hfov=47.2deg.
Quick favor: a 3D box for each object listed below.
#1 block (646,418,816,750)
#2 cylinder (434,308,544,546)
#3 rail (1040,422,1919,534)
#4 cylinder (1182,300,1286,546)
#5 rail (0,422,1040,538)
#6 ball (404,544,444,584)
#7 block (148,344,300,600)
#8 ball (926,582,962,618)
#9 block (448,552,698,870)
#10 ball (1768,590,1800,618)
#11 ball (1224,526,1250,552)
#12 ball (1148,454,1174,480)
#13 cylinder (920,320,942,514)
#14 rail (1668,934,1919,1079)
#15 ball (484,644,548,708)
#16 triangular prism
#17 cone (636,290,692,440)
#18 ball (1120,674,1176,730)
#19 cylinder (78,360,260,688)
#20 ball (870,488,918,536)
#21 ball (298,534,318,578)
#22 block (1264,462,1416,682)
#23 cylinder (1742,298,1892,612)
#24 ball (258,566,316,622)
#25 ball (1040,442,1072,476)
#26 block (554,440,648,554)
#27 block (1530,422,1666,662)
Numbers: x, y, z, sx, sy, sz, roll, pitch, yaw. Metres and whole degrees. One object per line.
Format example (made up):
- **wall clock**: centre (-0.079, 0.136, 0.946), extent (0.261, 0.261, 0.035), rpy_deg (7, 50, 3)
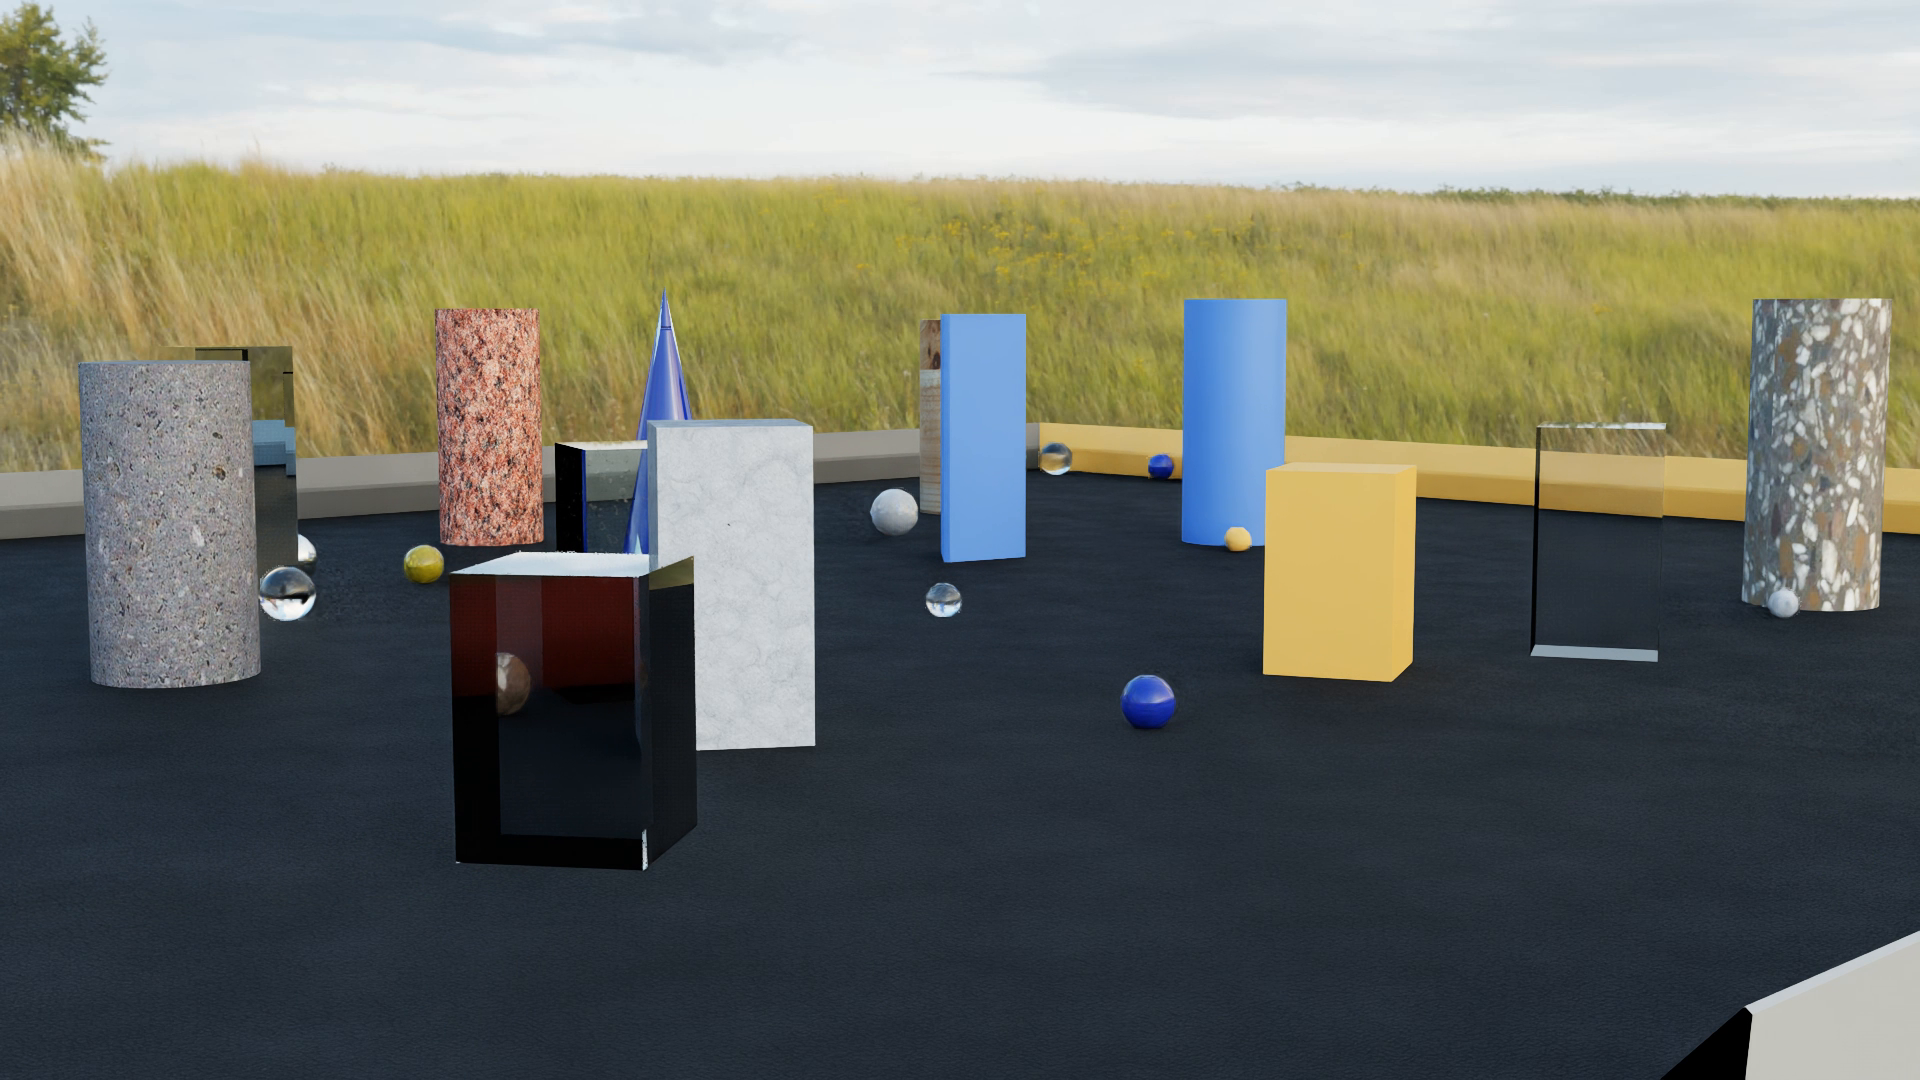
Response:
- **block**: centre (-0.241, 0.042, 2.299), extent (0.157, 0.327, 0.157), rpy_deg (-1, 6, -11)
- **cylinder**: centre (-0.906, -0.221, 4.235), extent (0.196, 0.447, 0.196), rpy_deg (0, 6, 0)
- **rail**: centre (1.538, -0.115, 4.743), extent (0.045, 0.127, 3.926), rpy_deg (-5, 8, -42)
- **cylinder**: centre (0.527, -0.230, 4.234), extent (0.196, 0.464, 0.196), rpy_deg (0, 6, 0)
- **rail**: centre (-1.315, -0.115, 4.749), extent (4.233, 0.127, 0.045), rpy_deg (-5, 8, -42)
- **ball**: centre (-0.871, 0.040, 3.576), extent (0.065, 0.065, 0.065), rpy_deg (0, 6, 0)
- **block**: centre (-1.140, -0.105, 3.409), extent (0.157, 0.389, 0.157), rpy_deg (-6, 8, -44)
- **ball**: centre (-0.024, 0.087, 3.188), extent (0.051, 0.051, 0.051), rpy_deg (0, 6, 0)
- **block**: centre (-0.318, 0.137, 1.830), extent (0.157, 0.236, 0.157), rpy_deg (1, 6, 9)
- **ball**: centre (1.192, 0.093, 3.182), extent (0.042, 0.042, 0.042), rpy_deg (0, 6, 0)
- **ball**: centre (0.512, -0.002, 4.055), extent (0.048, 0.048, 0.048), rpy_deg (0, 6, 0)
- **ball**: centre (0.525, -0.192, 5.770), extent (0.069, 0.069, 0.069), rpy_deg (0, 6, 0)
- **cylinder**: centre (0.008, -0.274, 4.859), extent (0.196, 0.423, 0.196), rpy_deg (0, 6, 0)
- **rail**: centre (1.315, 0.181, 1.914), extent (4.233, 0.127, 0.045), rpy_deg (-5, 8, -42)
- **ball**: centre (-0.499, 0.153, 2.471), extent (0.071, 0.071, 0.071), rpy_deg (0, 6, 0)
- **triangular prism**: centre (0.008, -0.189, 3.978), extent (0.170, 0.437, 0.147), rpy_deg (-4, 7, -33)
- **cone**: centre (-0.513, -0.199, 3.841), extent (0.196, 0.486, 0.196), rpy_deg (0, 6, 0)
- **ball**: centre (0.200, 0.172, 2.341), extent (0.058, 0.058, 0.058), rpy_deg (0, 6, 0)
- **cylinder**: centre (-0.959, -0.025, 2.675), extent (0.196, 0.382, 0.196), rpy_deg (0, 6, 0)
- **ball**: centre (-0.129, -0.054, 4.336), extent (0.094, 0.094, 0.094), rpy_deg (0, 6, 0)
- **ball**: centre (-1.080, 0.032, 3.538), extent (0.088, 0.088, 0.088), rpy_deg (0, 6, 0)
- **block**: centre (0.473, 0.035, 2.730), extent (0.157, 0.251, 0.157), rpy_deg (2, 6, 20)
- **cylinder**: centre (1.298, -0.134, 3.336), extent (0.196, 0.461, 0.196), rpy_deg (0, 6, 0)
- **ball**: centre (-0.965, 0.077, 3.155), extent (0.078, 0.078, 0.078), rpy_deg (0, 6, 0)
- **ball**: centre (0.260, -0.219, 5.940), extent (0.089, 0.089, 0.089), rpy_deg (0, 6, 0)
- **block**: centre (-0.387, 0.028, 2.631), extent (0.157, 0.285, 0.157), rpy_deg (-3, 6, -23)
- **block**: centre (0.836, -0.003, 2.876), extent (0.157, 0.295, 0.157), rpy_deg (2, 6, 18)
